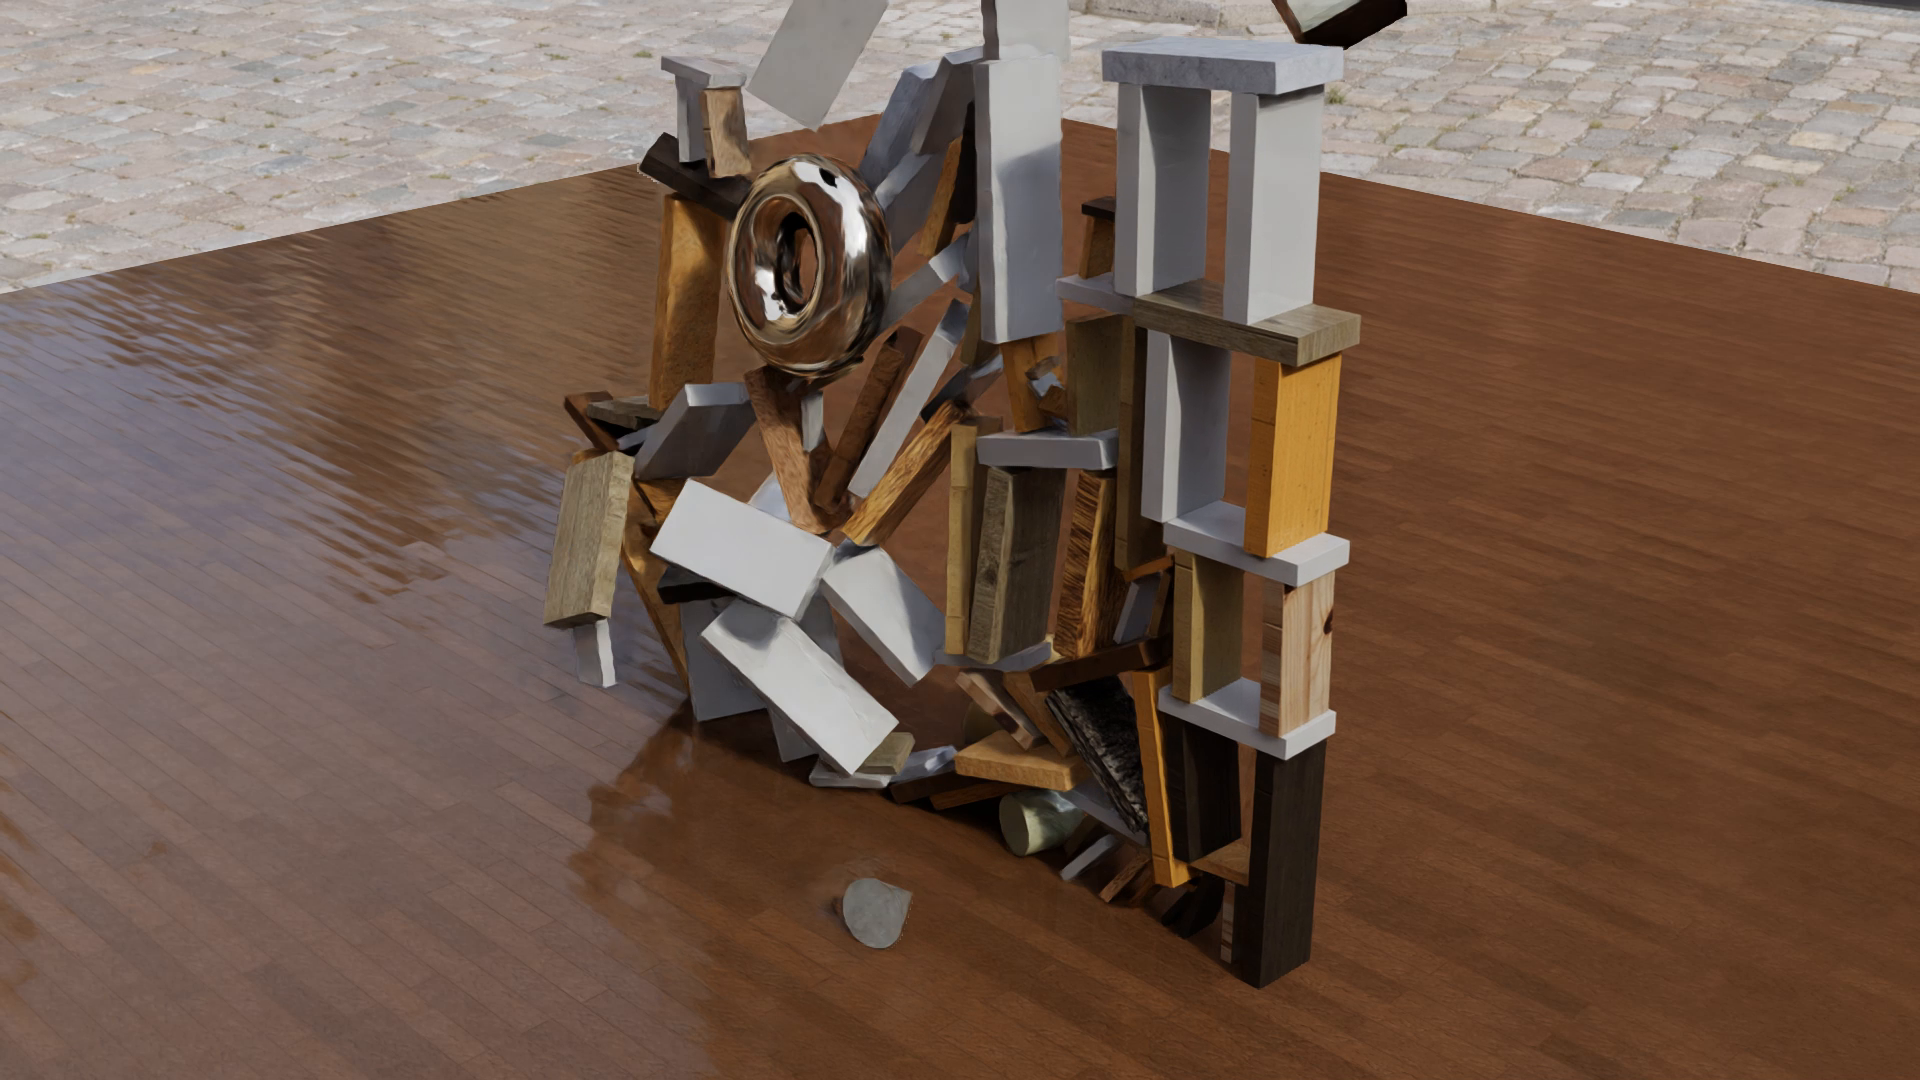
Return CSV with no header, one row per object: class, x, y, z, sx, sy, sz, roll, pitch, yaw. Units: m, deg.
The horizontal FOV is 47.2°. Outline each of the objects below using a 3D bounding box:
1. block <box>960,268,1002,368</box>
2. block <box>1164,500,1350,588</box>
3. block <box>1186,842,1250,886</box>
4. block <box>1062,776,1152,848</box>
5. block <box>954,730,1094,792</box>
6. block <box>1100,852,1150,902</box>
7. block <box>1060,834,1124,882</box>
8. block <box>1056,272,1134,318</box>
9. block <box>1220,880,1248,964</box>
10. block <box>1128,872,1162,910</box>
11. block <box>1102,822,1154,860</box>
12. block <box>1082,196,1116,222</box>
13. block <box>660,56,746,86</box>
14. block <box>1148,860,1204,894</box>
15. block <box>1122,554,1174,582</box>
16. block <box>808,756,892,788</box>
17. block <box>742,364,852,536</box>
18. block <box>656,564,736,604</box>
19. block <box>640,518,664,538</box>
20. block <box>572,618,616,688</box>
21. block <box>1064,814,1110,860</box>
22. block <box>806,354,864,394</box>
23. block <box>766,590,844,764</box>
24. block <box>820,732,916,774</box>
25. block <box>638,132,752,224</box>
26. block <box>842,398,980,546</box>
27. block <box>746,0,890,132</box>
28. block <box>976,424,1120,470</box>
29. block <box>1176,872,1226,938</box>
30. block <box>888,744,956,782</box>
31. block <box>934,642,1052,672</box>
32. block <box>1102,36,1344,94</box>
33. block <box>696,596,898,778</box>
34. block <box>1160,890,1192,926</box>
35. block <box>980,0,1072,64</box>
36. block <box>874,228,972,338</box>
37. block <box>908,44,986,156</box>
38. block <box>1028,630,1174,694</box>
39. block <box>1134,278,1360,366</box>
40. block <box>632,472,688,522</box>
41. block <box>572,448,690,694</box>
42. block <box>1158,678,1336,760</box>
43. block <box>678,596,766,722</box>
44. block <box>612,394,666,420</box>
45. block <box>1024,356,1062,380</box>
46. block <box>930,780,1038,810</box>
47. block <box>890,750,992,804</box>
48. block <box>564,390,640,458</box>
block,0.062,-0.437,4.104,0.031,0.217,0.108,29,37,24
block,0.494,0.003,3.684,0.282,0.040,0.141,20,30,41
block,0.492,0.577,3.936,0.083,0.023,0.166,-19,22,-38
block,0.302,0.494,4.096,0.104,0.030,0.209,-22,36,-39
block,0.138,0.421,4.220,0.277,0.039,0.139,4,20,42
block,0.330,0.614,4.126,0.023,0.162,0.081,48,42,14
block,0.262,0.595,4.184,0.081,0.162,0.023,-20,72,-39
block,0.274,-0.421,3.755,0.104,0.029,0.208,-20,29,-39
block,0.509,0.672,3.964,0.023,0.166,0.083,21,31,41
block,0.360,0.645,4.107,0.056,0.112,0.016,-21,62,-40
block,0.343,0.542,4.086,0.081,0.023,0.162,-15,22,-27
block,0.267,-0.553,3.695,0.060,0.017,0.121,-23,30,-34
block,-0.513,-0.937,4.394,0.087,0.025,0.174,-11,28,-40
block,0.406,0.610,4.041,0.056,0.016,0.112,-21,33,-41
block,0.354,0.042,3.870,0.068,0.019,0.135,-19,-2,-37
block,-0.217,0.466,4.531,0.181,0.026,0.090,-3,42,32
block,-0.327,-0.187,4.483,0.050,0.353,0.176,-17,3,23
block,-0.454,0.051,4.497,0.305,0.043,0.153,-8,34,21
block,-0.633,-0.035,4.935,0.106,0.030,0.212,-24,13,-23
block,-0.782,0.202,4.663,0.030,0.209,0.104,-14,14,-37
block,0.283,0.545,4.239,0.104,0.209,0.030,-12,62,-27
block,-0.247,-0.330,4.361,0.114,0.016,0.057,-24,15,33
block,-0.330,0.283,4.611,0.175,0.349,0.049,-16,24,-9
block,-0.188,0.435,4.505,0.181,0.026,0.090,-1,43,33
block,-0.511,-0.730,4.509,0.275,0.039,0.138,29,30,-7
block,-0.090,-0.130,4.296,0.047,0.329,0.165,41,10,11
block,-0.267,-0.942,4.168,0.157,0.313,0.044,30,36,-8
block,0.210,-0.174,3.989,0.179,0.051,0.358,-15,12,-35
block,0.454,0.652,4.016,0.083,0.166,0.023,-21,52,-41
block,-0.097,0.463,4.523,0.181,0.026,0.090,-17,9,47
block,0.063,0.222,4.294,0.206,0.029,0.103,2,14,33
block,0.411,-0.749,3.462,0.346,0.049,0.173,16,27,43
block,-0.328,0.285,4.460,0.415,0.043,0.153,43,65,0
block,0.416,0.668,4.056,0.056,0.112,0.016,-21,65,-41
block,0.111,-0.968,3.839,0.155,0.310,0.044,-26,39,-26
block,-0.096,-0.474,4.228,0.358,0.051,0.179,-32,9,48
block,-0.014,-0.821,4.109,0.110,0.220,0.031,-22,62,-36
block,0.279,0.216,4.019,0.148,0.042,0.297,-19,0,-41
block,0.463,-0.356,3.567,0.332,0.047,0.166,20,30,41
block,-0.647,-0.106,4.847,0.104,0.030,0.209,-12,29,-18
block,-0.702,0.060,5.009,0.106,0.611,0.030,-21,-11,-38
block,0.496,0.297,3.816,0.279,0.040,0.140,20,30,41
block,-0.513,0.212,4.798,0.175,0.349,0.049,-11,21,-16
block,-0.658,-0.290,4.823,0.203,0.029,0.101,11,17,42
block,0.150,-0.311,3.971,0.052,0.015,0.104,-35,8,-4
block,0.082,0.475,4.429,0.277,0.039,0.139,-18,8,38
block,0.004,0.463,4.451,0.277,0.039,0.139,-19,8,37
block,-0.803,-0.261,4.993,0.106,0.030,0.212,-10,45,-37
